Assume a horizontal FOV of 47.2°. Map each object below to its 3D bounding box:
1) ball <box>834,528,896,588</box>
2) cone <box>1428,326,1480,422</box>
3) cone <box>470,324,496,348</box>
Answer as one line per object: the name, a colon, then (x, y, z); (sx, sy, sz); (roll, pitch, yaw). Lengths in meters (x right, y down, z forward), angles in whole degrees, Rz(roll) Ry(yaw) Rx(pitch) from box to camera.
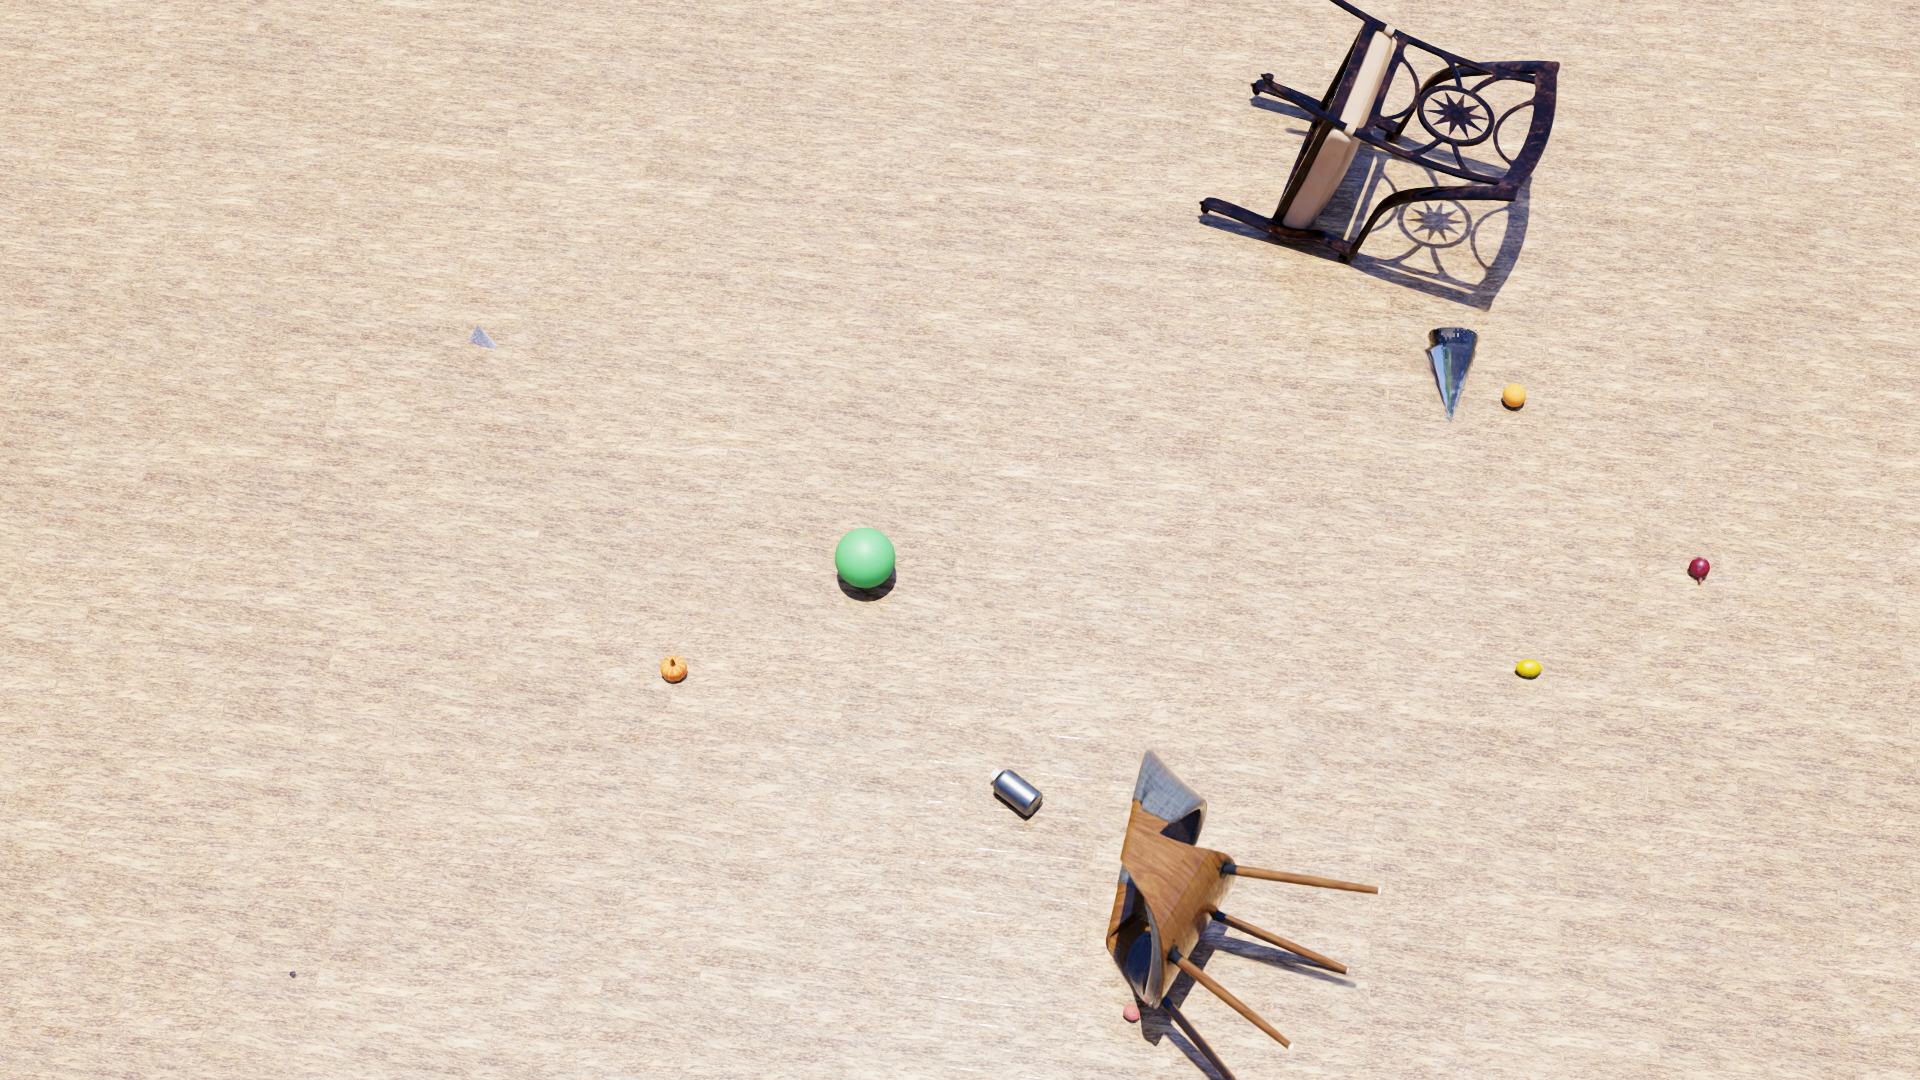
ball: (-0.277, 0.053, 6.431); (0.178, 0.178, 0.178); (0, 56, 0)
cone: (1.535, -0.499, 6.865); (0.162, 0.148, 0.299); (9, 70, -7)
cone: (-1.518, -0.655, 6.959); (0.099, 0.090, 0.035); (19, 58, 12)
